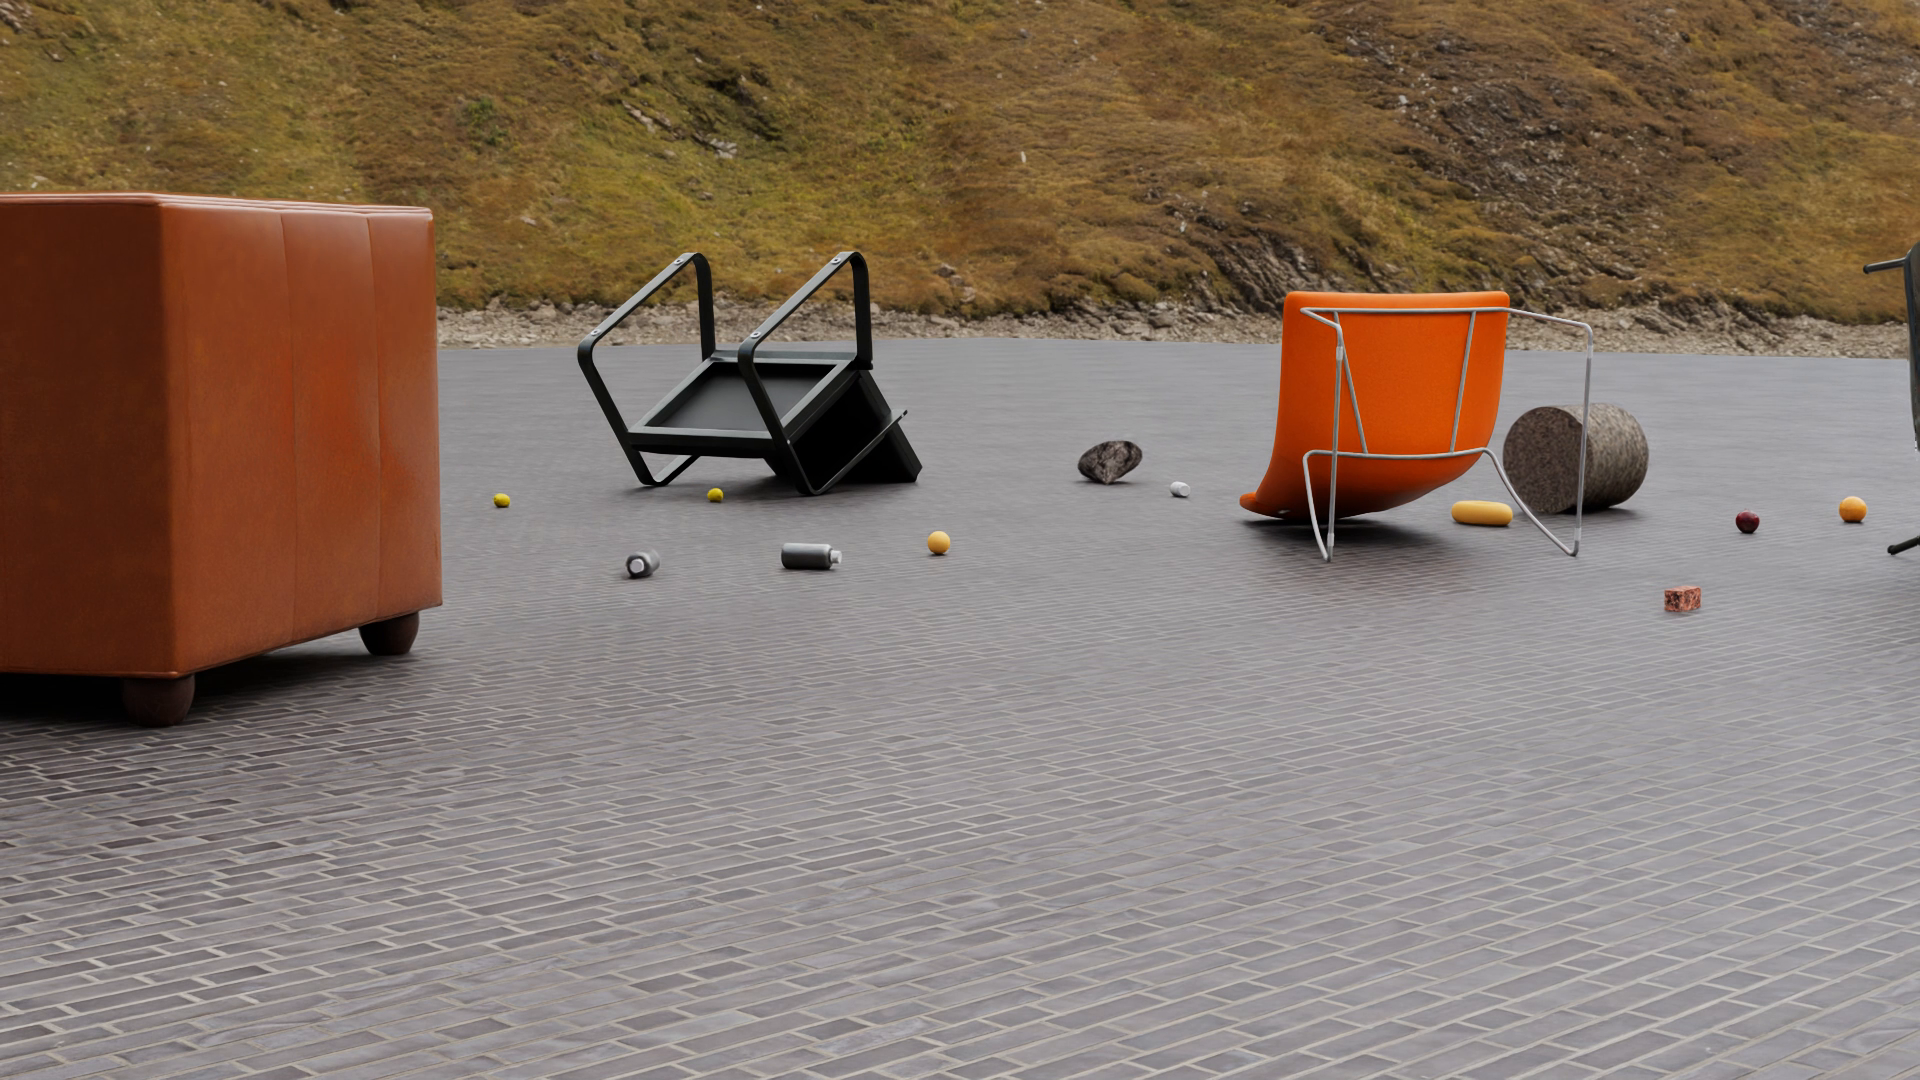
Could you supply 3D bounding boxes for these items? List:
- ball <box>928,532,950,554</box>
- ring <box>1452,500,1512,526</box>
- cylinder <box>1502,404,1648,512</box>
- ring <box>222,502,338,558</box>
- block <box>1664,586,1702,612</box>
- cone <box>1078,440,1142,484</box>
[{"bbox_3d":[-0.050,0.006,6.084,0.055,0.055,0.055,0,6,0],"label":"ball"},{"bbox_3d":[1.388,-0.071,6.823,0.095,0.057,0.213,-6,7,-31],"label":"ring"},{"bbox_3d":[1.733,-0.232,7.225,0.278,0.296,0.297,-6,32,-43],"label":"cylinder"},{"bbox_3d":[-1.624,-0.023,6.137,0.266,0.104,0.413,-1,7,-5],"label":"ring"},{"bbox_3d":[1.432,0.116,5.083,0.034,0.041,0.091,5,8,41],"label":"block"},{"bbox_3d":[0.473,-0.215,8.172,0.215,0.133,0.171,-17,25,15],"label":"cone"}]
